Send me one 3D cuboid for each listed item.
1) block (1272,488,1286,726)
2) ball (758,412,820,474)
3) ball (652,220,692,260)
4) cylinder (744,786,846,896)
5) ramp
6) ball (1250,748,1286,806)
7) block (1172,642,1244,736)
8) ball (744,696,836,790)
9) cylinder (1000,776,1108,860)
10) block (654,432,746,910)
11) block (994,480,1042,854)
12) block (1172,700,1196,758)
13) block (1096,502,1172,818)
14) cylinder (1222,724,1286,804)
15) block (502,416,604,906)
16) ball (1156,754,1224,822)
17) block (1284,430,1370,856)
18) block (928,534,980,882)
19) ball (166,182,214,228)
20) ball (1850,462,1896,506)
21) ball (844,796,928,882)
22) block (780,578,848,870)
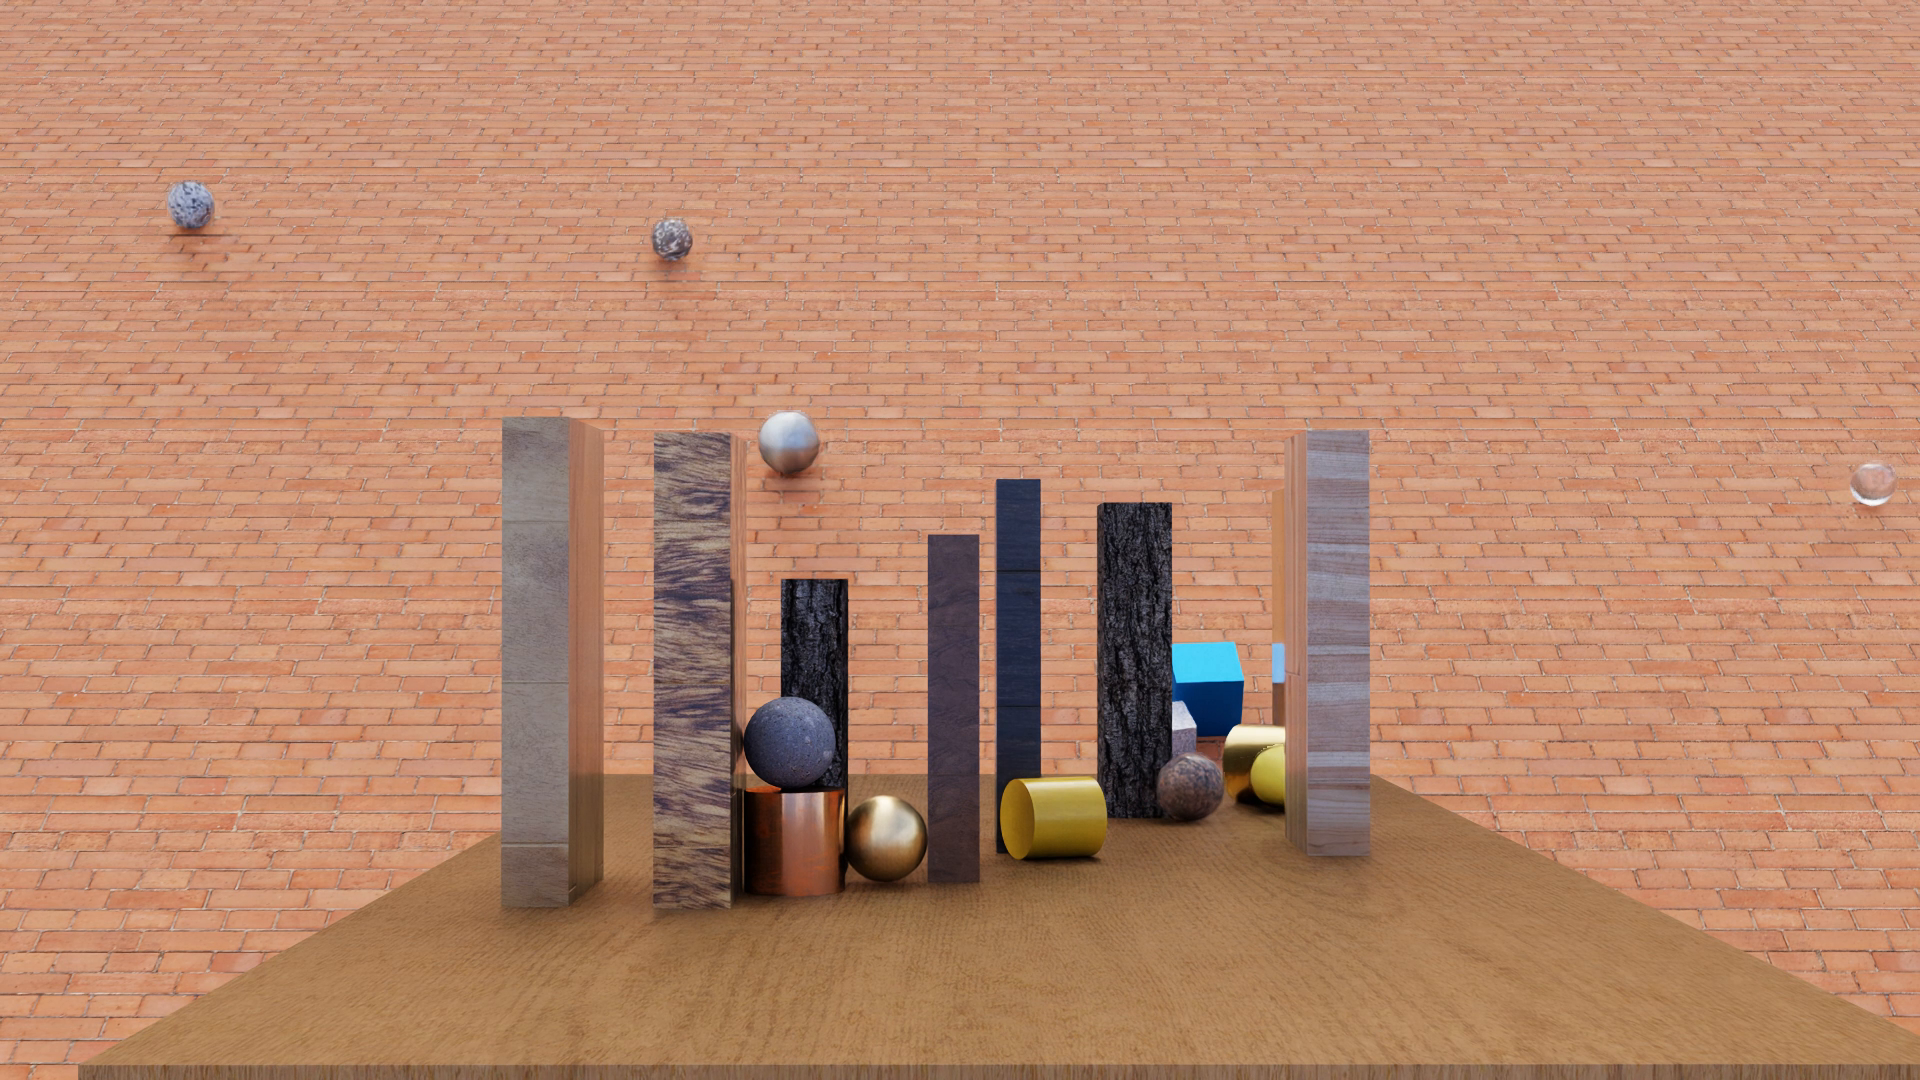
[{"bbox_3d":[0.788,0.240,6.056,0.083,0.715,0.280,0,-1,0],"label":"block"},{"bbox_3d":[-0.538,-0.305,8.149,0.195,0.195,0.195,0,32,0],"label":"ball"},{"bbox_3d":[-1.049,-1.093,9.443,0.150,0.150,0.150,0,32,0],"label":"ball"},{"bbox_3d":[-0.271,0.490,4.240,0.165,0.165,0.165,0,-1,0],"label":"cylinder"},{"bbox_3d":[0.072,0.629,4.725,2.000,0.100,4.000,0,-1,0],"label":"ramp"},{"bbox_3d":[0.698,0.517,5.656,0.130,0.130,0.130,0,32,0],"label":"ball"},{"bbox_3d":[0.662,0.406,7.032,0.181,0.181,0.181,-2,32,-3],"label":"block"},{"bbox_3d":[-0.279,0.332,4.249,0.151,0.151,0.151,0,32,0],"label":"ball"},{"bbox_3d":[0.170,0.507,4.731,0.146,0.146,0.146,0,30,-24],"label":"cylinder"},{"bbox_3d":[-0.414,0.204,4.157,0.119,0.736,0.305,0,-1,0],"label":"block"},{"bbox_3d":[0.109,0.236,4.948,0.082,0.694,0.287,0,-1,0],"label":"block"},{"bbox_3d":[0.552,0.520,6.906,0.122,0.122,0.122,-7,33,-11],"label":"block"},{"bbox_3d":[0.378,0.257,5.638,0.144,0.670,0.279,0,-1,0],"label":"block"},{"bbox_3d":[0.710,0.505,5.830,0.178,0.178,0.178,-1,28,32],"label":"cylinder"},{"bbox_3d":[-0.661,0.192,4.231,0.105,0.762,0.399,0,-1,0],"label":"block"},{"bbox_3d":[0.482,0.518,5.431,0.142,0.142,0.142,0,32,0],"label":"ball"},{"bbox_3d":[0.696,0.191,4.929,0.115,0.781,0.330,0,-1,0],"label":"block"},{"bbox_3d":[-0.011,0.285,4.520,0.087,0.584,0.338,0,-1,0],"label":"block"},{"bbox_3d":[-2.870,-1.248,9.669,0.171,0.171,0.171,0,32,0],"label":"ball"},{"bbox_3d":[2.817,-0.173,7.996,0.134,0.134,0.134,0,32,0],"label":"ball"},{"bbox_3d":[-0.126,0.500,4.339,0.144,0.144,0.144,0,32,0],"label":"ball"},{"bbox_3d":[-0.248,0.321,4.455,0.101,0.509,0.260,0,-1,0],"label":"block"}]
